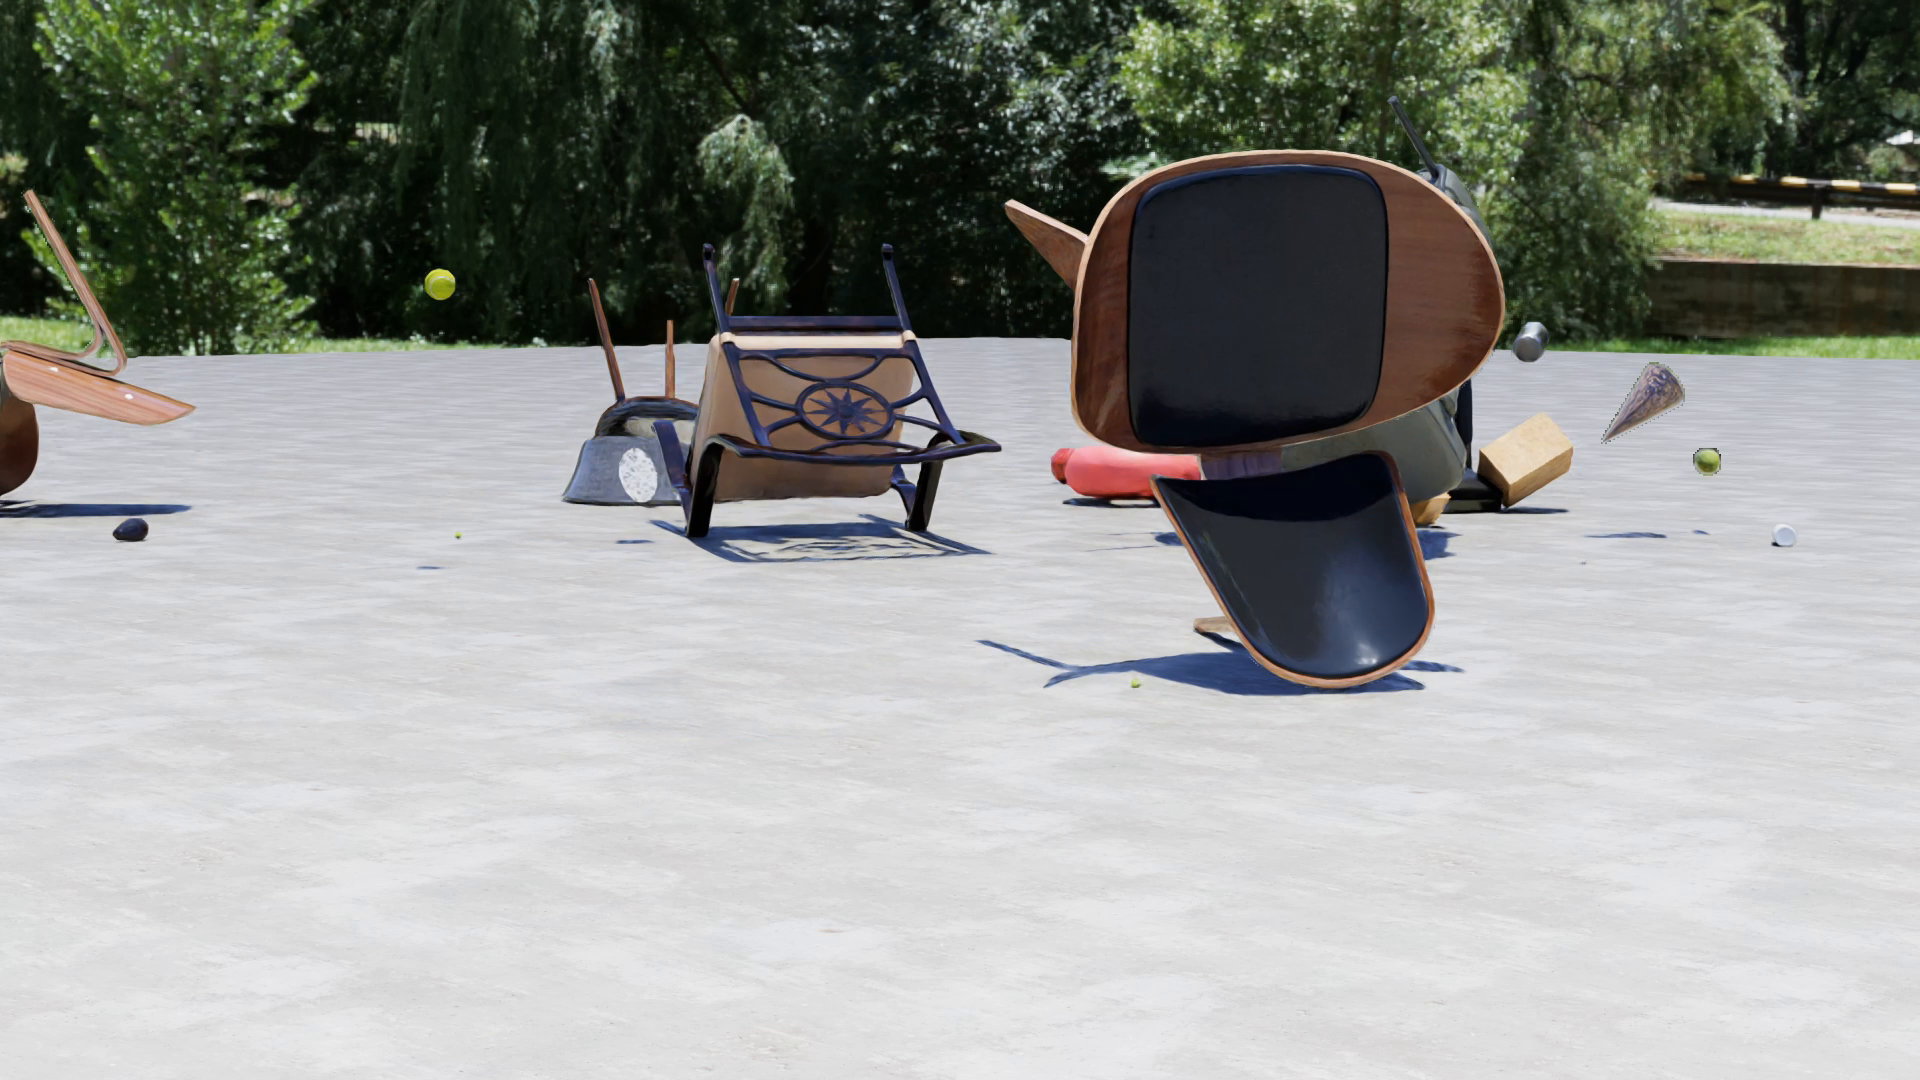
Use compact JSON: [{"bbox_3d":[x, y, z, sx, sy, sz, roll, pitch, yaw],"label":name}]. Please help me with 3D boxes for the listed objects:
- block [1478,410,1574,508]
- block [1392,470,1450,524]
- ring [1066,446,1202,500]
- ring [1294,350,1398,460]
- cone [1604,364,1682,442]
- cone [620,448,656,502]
[{"bbox_3d":[1.586,-0.225,7.200,0.216,0.138,0.141,-31,-27,-9],"label":"block"},{"bbox_3d":[1.216,-0.112,6.768,0.069,0.094,0.111,-1,41,-35],"label":"block"},{"bbox_3d":[0.505,-0.194,7.470,0.399,0.142,0.413,2,-2,7],"label":"ring"},{"bbox_3d":[1.075,-0.374,7.138,0.122,0.314,0.419,48,2,35],"label":"ring"},{"bbox_3d":[1.697,-0.318,6.469,0.224,0.119,0.176,-42,-18,-8],"label":"cone"},{"bbox_3d":[-0.818,-0.146,6.374,0.108,0.149,0.070,18,-34,-34],"label":"cone"}]
